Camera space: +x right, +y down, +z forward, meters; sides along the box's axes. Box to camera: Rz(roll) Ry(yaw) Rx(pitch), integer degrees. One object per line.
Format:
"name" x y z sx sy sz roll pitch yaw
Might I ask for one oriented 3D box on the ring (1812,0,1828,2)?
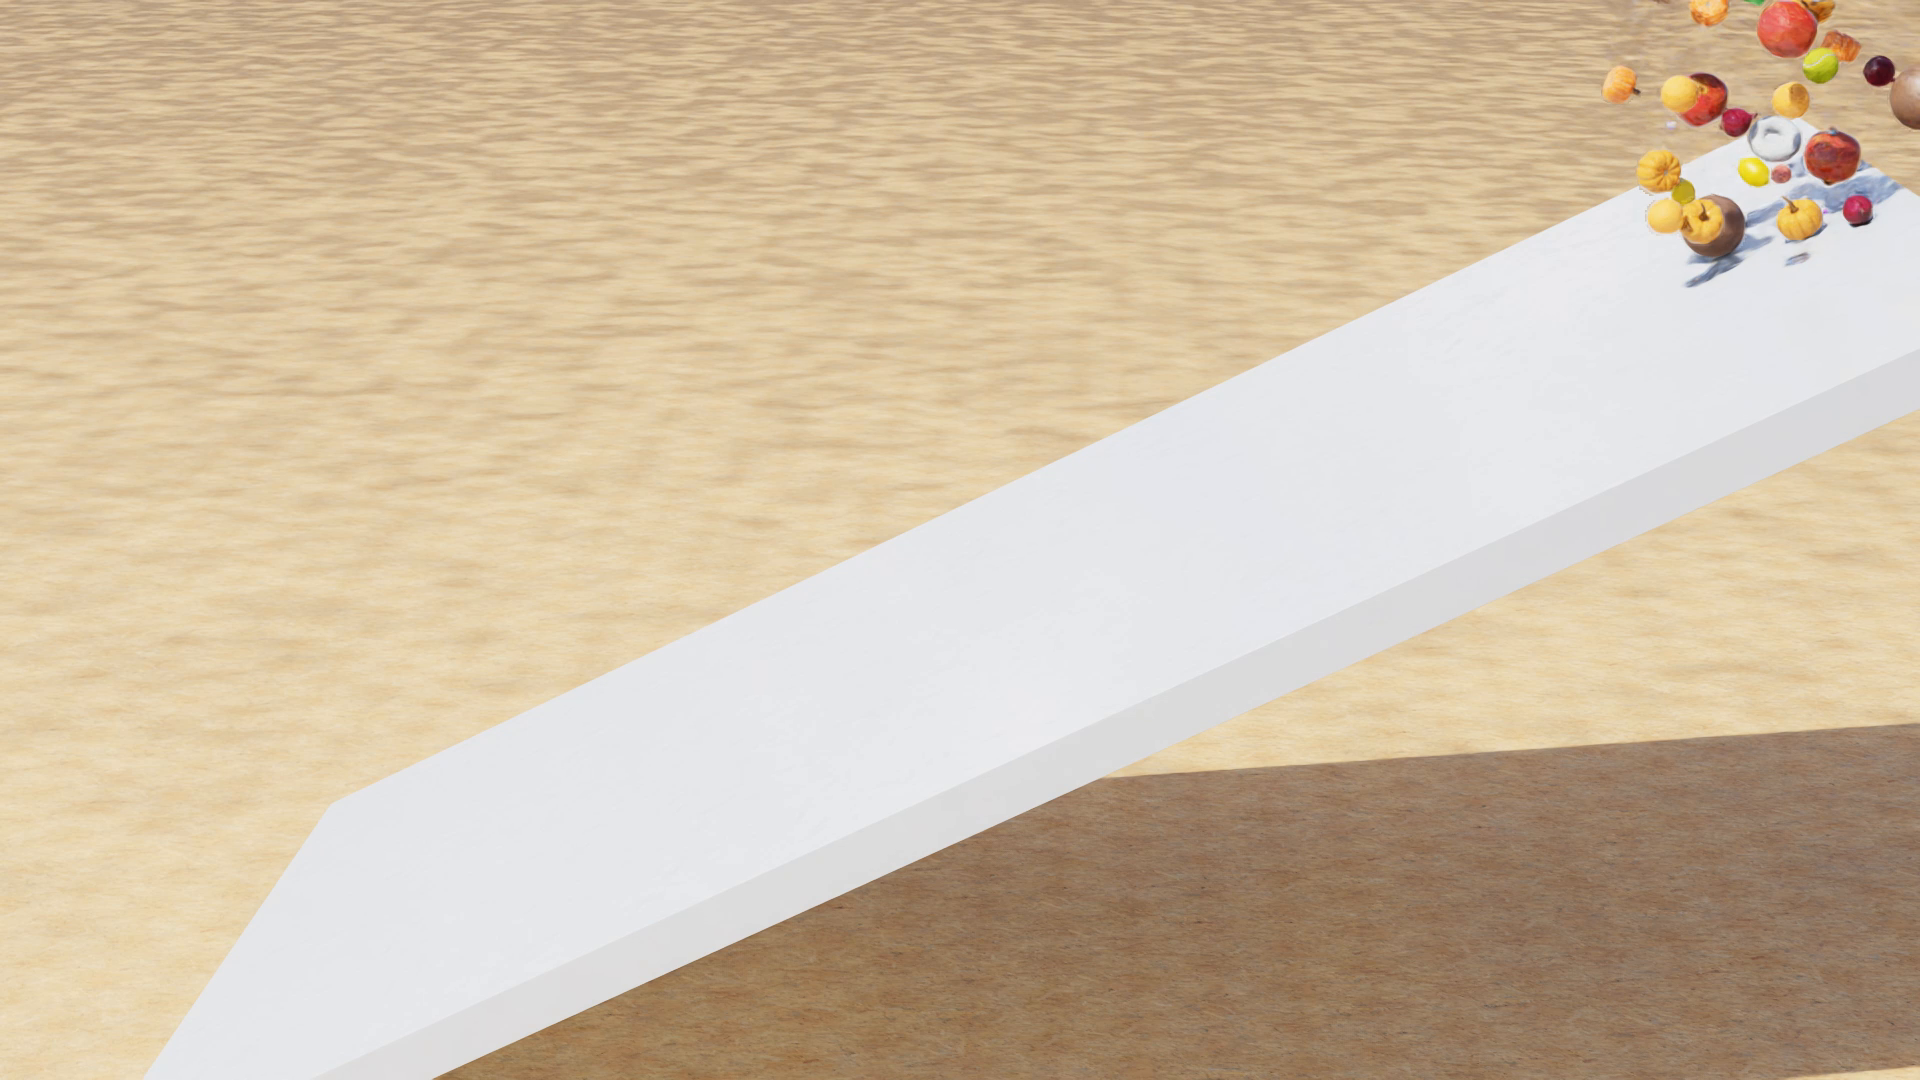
"ring" 1.625 -1.074 5.557 0.114 0.114 0.038 14 24 39

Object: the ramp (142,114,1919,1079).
"ramp" 0.139 0.168 6.281 4.000 0.100 2.000 -25 14 10

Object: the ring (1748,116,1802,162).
"ring" 1.680 -0.827 6.066 0.110 0.110 0.037 1 -28 3

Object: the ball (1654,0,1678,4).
"ball" 1.395 -1.097 5.806 0.079 0.079 0.079 0 17 0

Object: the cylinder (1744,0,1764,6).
"cylinder" 1.529 -1.092 5.721 0.082 0.082 0.082 17 14 -10
